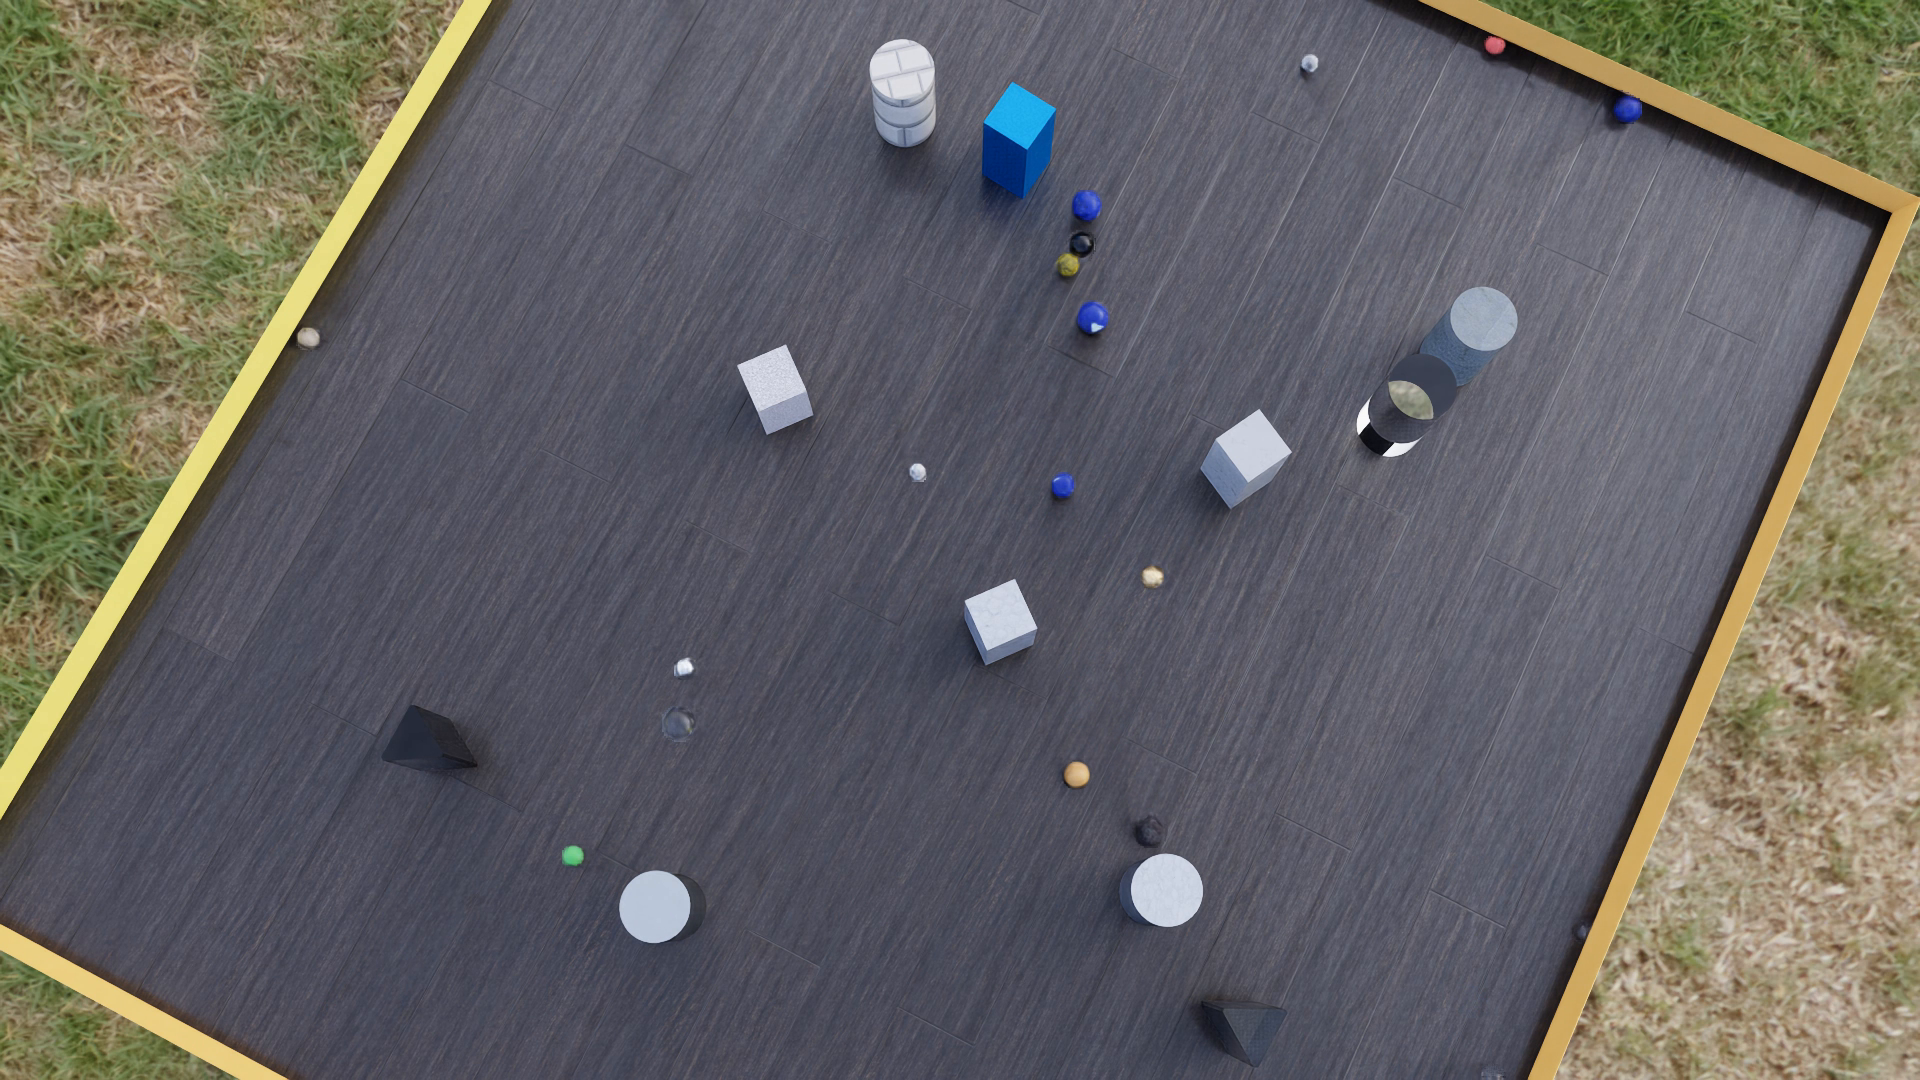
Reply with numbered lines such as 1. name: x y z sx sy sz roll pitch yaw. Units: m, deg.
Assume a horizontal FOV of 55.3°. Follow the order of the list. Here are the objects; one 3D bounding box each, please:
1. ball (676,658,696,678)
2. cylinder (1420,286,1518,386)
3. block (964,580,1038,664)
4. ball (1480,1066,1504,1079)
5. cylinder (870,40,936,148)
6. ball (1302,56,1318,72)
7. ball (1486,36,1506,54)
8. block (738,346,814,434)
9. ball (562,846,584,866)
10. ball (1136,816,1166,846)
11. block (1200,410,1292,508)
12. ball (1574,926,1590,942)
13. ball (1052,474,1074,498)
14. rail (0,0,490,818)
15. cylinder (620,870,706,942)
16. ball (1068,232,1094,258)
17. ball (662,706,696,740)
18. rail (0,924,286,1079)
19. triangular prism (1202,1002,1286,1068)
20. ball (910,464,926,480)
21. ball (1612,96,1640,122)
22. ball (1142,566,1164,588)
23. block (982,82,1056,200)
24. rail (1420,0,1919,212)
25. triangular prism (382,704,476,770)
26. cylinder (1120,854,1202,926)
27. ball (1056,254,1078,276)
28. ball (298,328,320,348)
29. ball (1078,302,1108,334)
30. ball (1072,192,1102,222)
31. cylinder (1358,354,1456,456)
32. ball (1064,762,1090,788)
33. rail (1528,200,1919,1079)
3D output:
1. ball: -0.825 0.384 5.506 0.061 0.061 0.061 0 78 0
2. cylinder: 1.536 -0.611 5.554 0.197 0.370 0.197 0 78 0
3. block: 0.117 0.246 5.403 0.157 0.318 0.157 -23 79 -5
4. ball: 1.529 1.542 5.265 0.063 0.063 0.063 0 78 0
5. cylinder: -0.176 -1.391 5.726 0.197 0.350 0.197 0 78 0
6. ball: 1.129 -1.536 5.908 0.053 0.053 0.053 0 78 0
7. ball: 1.729 -1.597 5.917 0.059 0.059 0.059 0 78 0
8. block: -0.559 -0.454 5.576 0.157 0.263 0.157 -24 79 -5
9. ball: -1.138 0.930 5.393 0.060 0.060 0.060 0 78 0
10. ball: 0.561 0.857 5.395 0.086 0.086 0.086 0 78 0
11. block: 0.851 -0.238 5.485 0.157 0.355 0.157 -34 80 -7
12. ball: 1.820 1.150 5.353 0.049 0.049 0.049 0 78 0
13. ball: 0.316 -0.166 5.614 0.073 0.073 0.073 0 78 0
14. rail: -1.944 -0.945 5.746 0.045 0.128 4.610 26 80 5
15. cylinder: -0.844 1.048 5.232 0.197 0.328 0.197 0 78 0
16. ball: 0.382 -0.929 5.769 0.079 0.079 0.079 0 78 0
17. ball: -0.835 0.545 5.454 0.097 0.097 0.097 0 78 0
18. rail: -1.020 2.005 5.135 4.393 0.128 0.045 26 80 5
19. triangular prism: 0.765 1.337 5.105 0.148 0.460 0.170 31 80 6
20. ball: -0.130 -0.210 5.634 0.052 0.052 0.052 0 78 0
21. ball: 2.131 -1.379 5.860 0.082 0.082 0.082 0 78 0
22. ball: 0.586 0.110 5.559 0.069 0.069 0.069 0 78 0
23. block: 0.179 -1.231 5.675 0.157 0.385 0.157 33 80 6
24. rail: 1.020 -1.991 5.962 4.393 0.128 0.045 26 80 5
25. triangular prism: -1.532 0.571 5.307 0.170 0.374 0.148 -4 78 -1
26. cylinder: 0.567 0.999 5.211 0.197 0.389 0.197 0 78 0
27. ball: 0.338 -0.864 5.759 0.072 0.072 0.072 0 78 0
28. ball: -2.030 -0.630 5.712 0.067 0.067 0.067 0 78 0
29. ball: 0.414 -0.691 5.709 0.098 0.098 0.098 0 78 0
30. ball: 0.400 -1.054 5.786 0.094 0.094 0.094 0 78 0
31. cylinder: 1.331 -0.398 5.480 0.197 0.429 0.197 0 78 0
32. ball: 0.346 0.695 5.434 0.076 0.076 0.076 0 78 0
33. rail: 1.944 0.958 5.352 0.045 0.128 4.610 26 80 5
